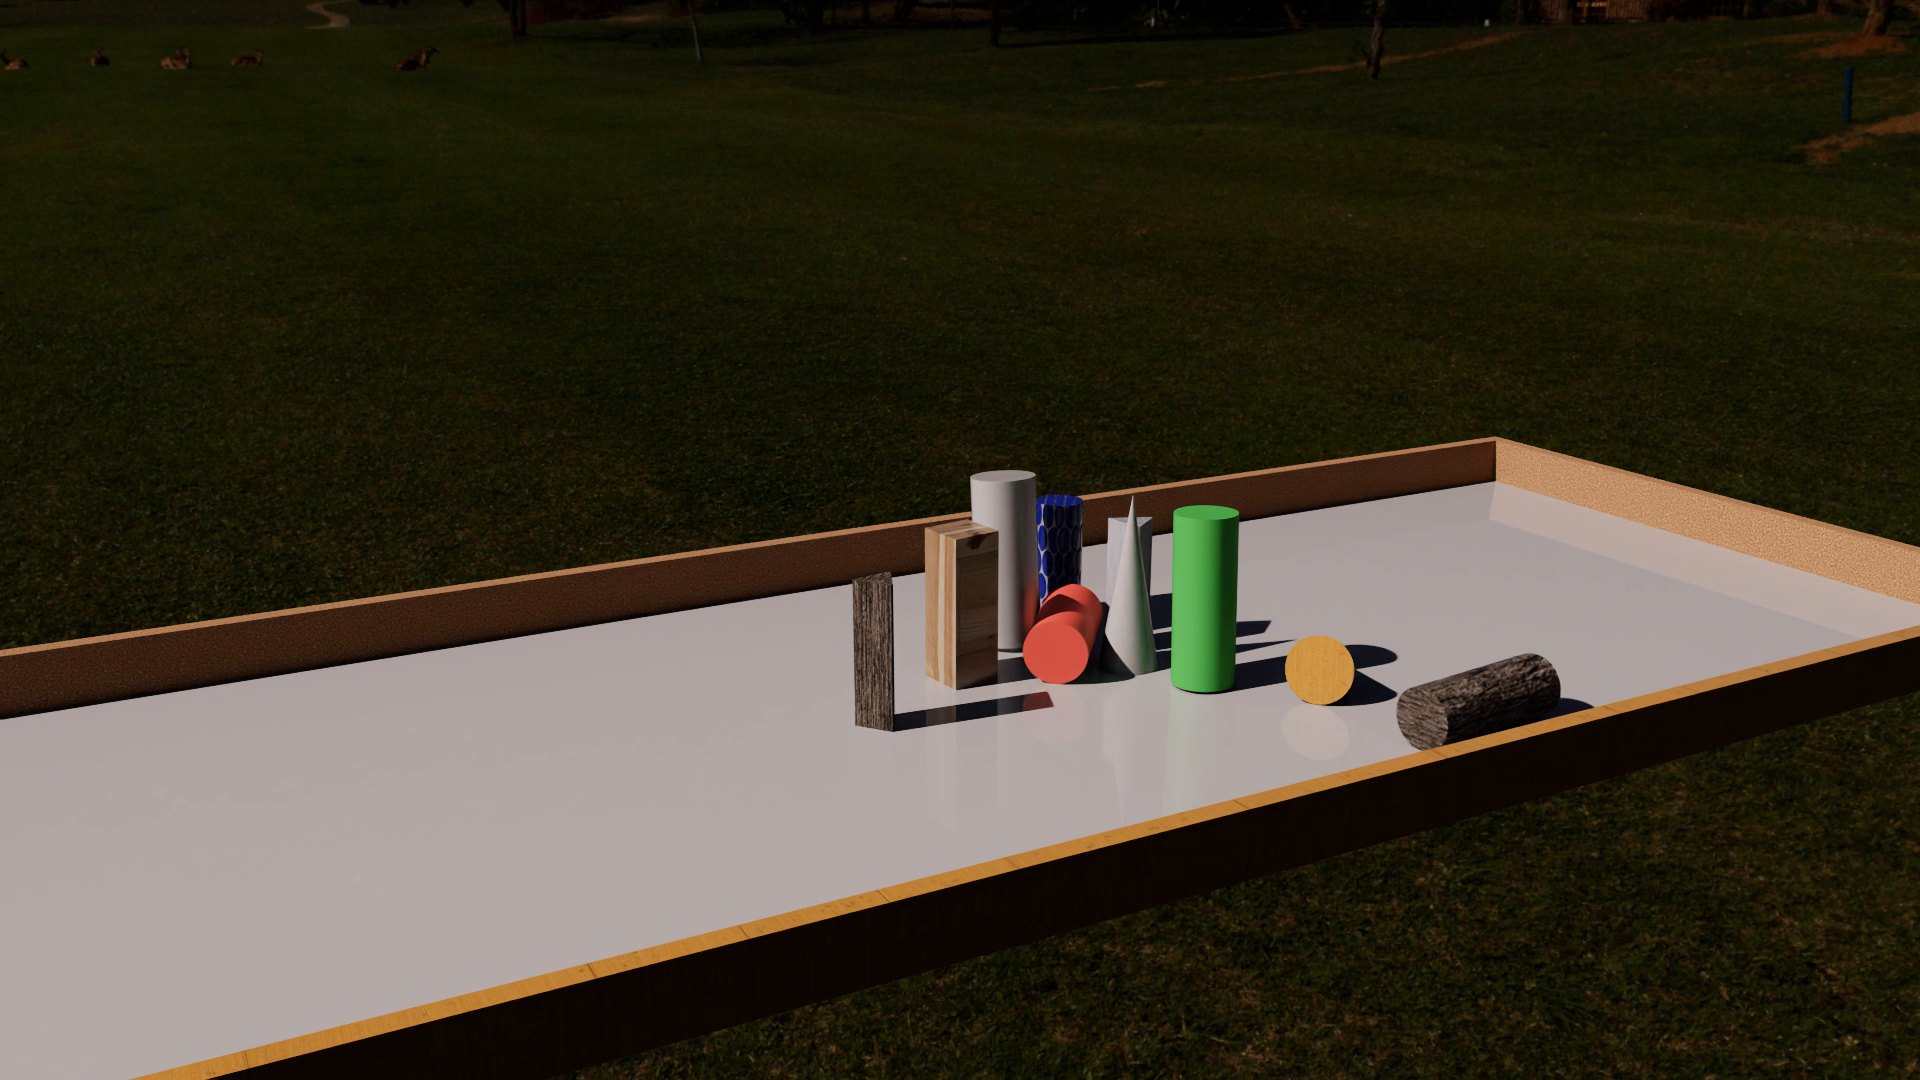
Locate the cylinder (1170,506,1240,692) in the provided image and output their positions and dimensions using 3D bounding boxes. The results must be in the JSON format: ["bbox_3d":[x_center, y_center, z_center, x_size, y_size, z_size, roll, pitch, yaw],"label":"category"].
[{"bbox_3d":[0.605,0.144,4.080,0.159,0.436,0.159,-1,14,0],"label":"cylinder"}]

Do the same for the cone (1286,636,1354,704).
[{"bbox_3d":[0.934,0.317,4.131,0.168,0.168,0.302,8,2,25],"label":"cone"}]

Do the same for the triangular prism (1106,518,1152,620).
[{"bbox_3d":[0.466,0.111,4.369,0.102,0.339,0.117,-10,17,-35],"label":"triangular prism"}]

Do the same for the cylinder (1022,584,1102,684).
[{"bbox_3d":[0.269,0.238,4.252,0.165,0.165,0.312,3,17,11],"label":"cylinder"}]

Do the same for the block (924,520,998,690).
[{"bbox_3d":[0.004,0.160,4.119,0.130,0.389,0.130,-12,20,-34],"label":"block"}]

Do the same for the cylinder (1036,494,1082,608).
[{"bbox_3d":[0.274,0.052,4.581,0.129,0.336,0.129,0,16,0],"label":"cylinder"}]

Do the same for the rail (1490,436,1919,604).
[{"bbox_3d":[2.466,-0.048,5.253,0.050,0.150,2.100,-9,18,-27],"label":"rail"}]

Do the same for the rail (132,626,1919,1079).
[{"bbox_3d":[-2.336,1.006,1.665,12.000,0.150,0.050,-9,18,-27],"label":"rail"}]

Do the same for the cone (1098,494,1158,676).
[{"bbox_3d":[0.434,0.103,4.194,0.155,0.456,0.155,0,16,0],"label":"cone"}]

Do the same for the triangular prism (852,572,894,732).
[{"bbox_3d":[-0.182,0.257,3.844,0.102,0.359,0.088,7,18,23],"label":"triangular prism"}]

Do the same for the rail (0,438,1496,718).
[{"bbox_3d":[-3.305,0.497,3.399,12.000,0.150,0.050,-9,18,-27],"label":"rail"}]

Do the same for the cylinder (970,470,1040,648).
[{"bbox_3d":[0.122,0.050,4.371,0.172,0.446,0.172,-2,12,1],"label":"cylinder"}]

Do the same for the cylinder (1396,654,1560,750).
[{"bbox_3d":[1.204,0.373,3.822,0.394,0.148,0.148,-11,19,-32],"label":"cylinder"}]
